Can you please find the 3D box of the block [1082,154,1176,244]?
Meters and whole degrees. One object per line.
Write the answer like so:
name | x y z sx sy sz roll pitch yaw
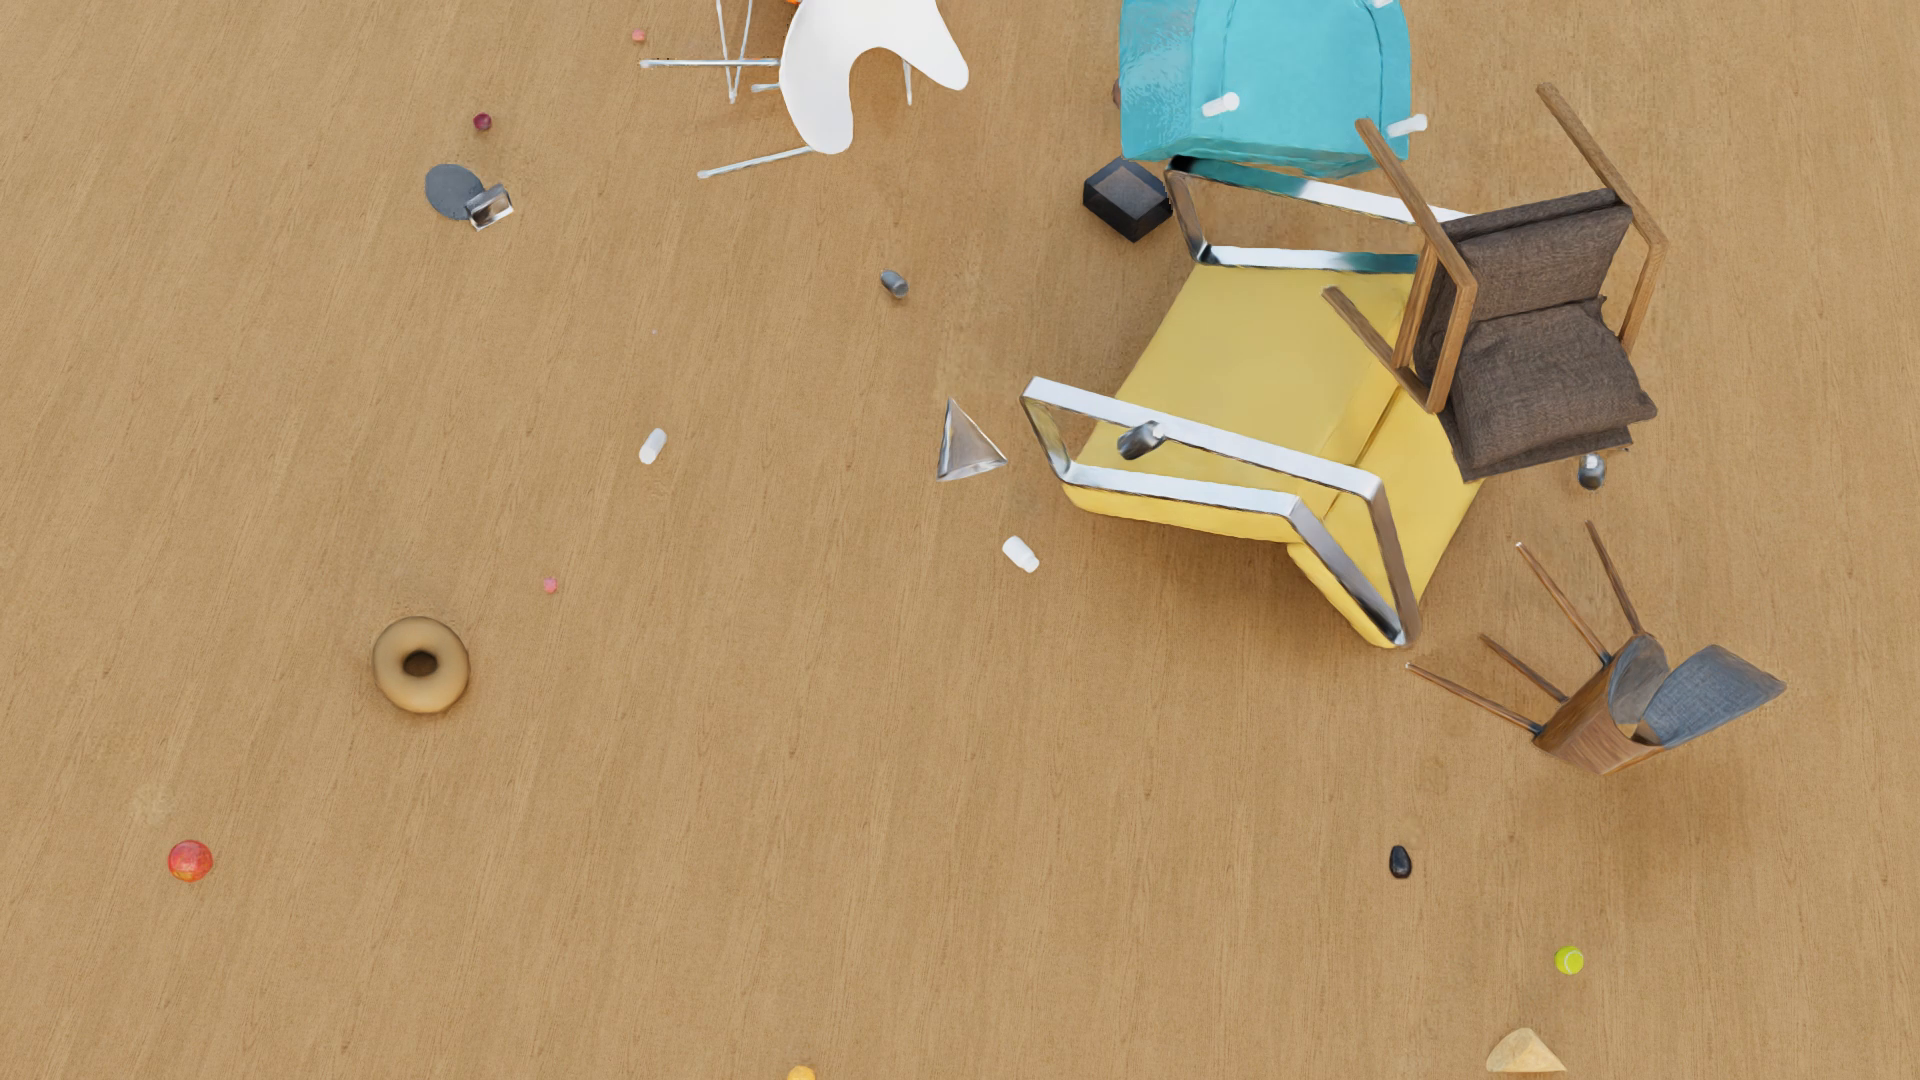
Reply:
block | 0.557 -1.129 7.263 0.185 0.114 0.237 -38 64 -22

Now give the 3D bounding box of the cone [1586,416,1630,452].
cone | 2.005 -0.307 6.762 0.139 0.060 0.105 35 55 7

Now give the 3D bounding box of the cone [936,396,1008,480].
cone | 0.001 -0.287 5.879 0.212 0.135 0.214 -14 80 -22

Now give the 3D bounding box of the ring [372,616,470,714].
ring | -1.536 0.356 6.266 0.264 0.115 0.320 -28 61 -18

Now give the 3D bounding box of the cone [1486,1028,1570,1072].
cone | 1.483 1.332 5.628 0.191 0.188 0.082 22 42 -18

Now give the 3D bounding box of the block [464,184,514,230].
block | -1.550 -1.095 7.235 0.137 0.106 0.052 -33 71 -15

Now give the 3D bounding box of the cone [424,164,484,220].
cone | -1.676 -1.164 7.309 0.211 0.120 0.172 37 97 -18
